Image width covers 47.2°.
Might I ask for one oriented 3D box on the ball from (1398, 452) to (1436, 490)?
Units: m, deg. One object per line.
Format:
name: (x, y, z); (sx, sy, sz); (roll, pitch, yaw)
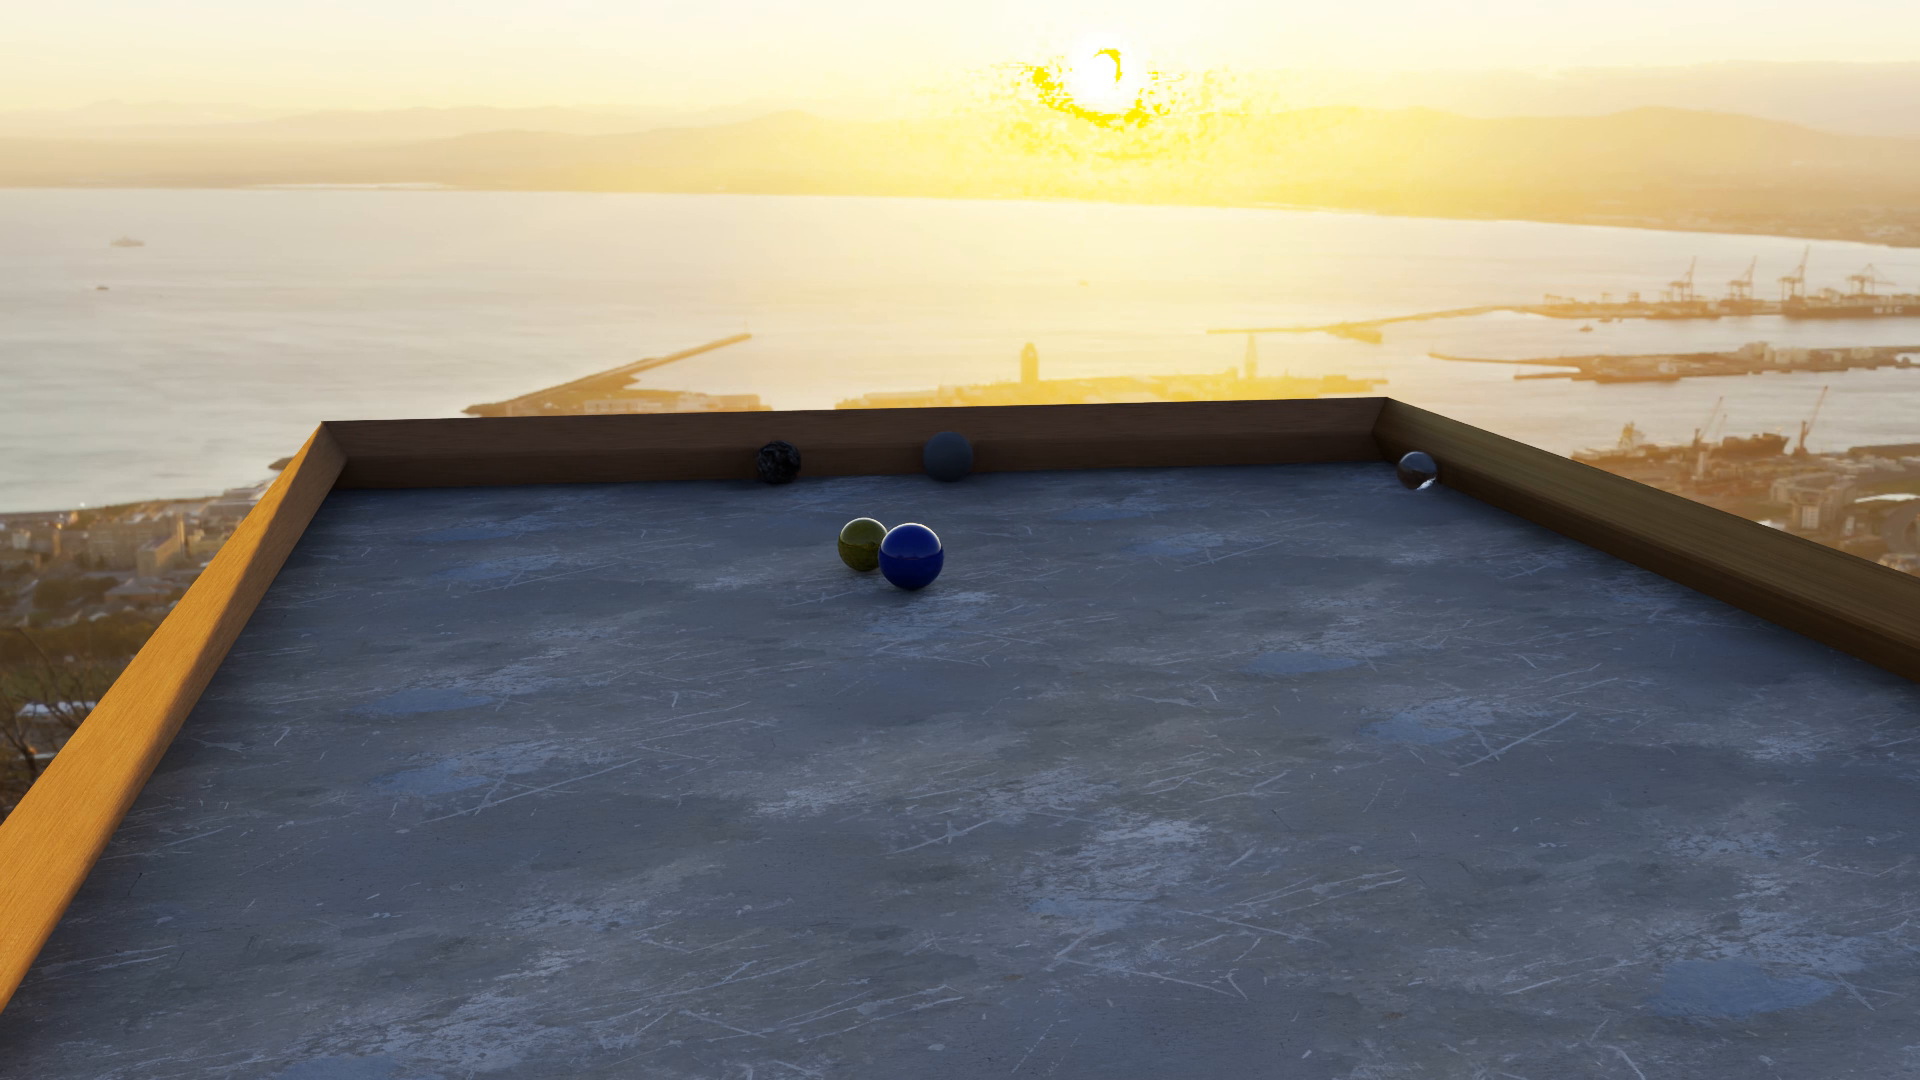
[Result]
ball: (0.786, -0.118, 3.783); (0.066, 0.066, 0.066); (0, 11, 0)

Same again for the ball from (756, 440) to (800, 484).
ball: (-0.319, -0.135, 3.840); (0.077, 0.077, 0.077); (0, 11, 0)

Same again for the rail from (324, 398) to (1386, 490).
rail: (-0.145, -0.173, 3.923); (1.922, 0.118, 0.045); (-2, 11, -10)

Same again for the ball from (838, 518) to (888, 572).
ball: (-0.135, 0.007, 3.106); (0.076, 0.076, 0.076); (0, 11, 0)

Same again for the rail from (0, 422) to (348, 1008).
rail: (-0.774, 0.172, 2.128); (0.045, 0.118, 3.428); (-2, 11, -10)

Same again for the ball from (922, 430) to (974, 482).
ball: (-0.022, -0.147, 3.872); (0.089, 0.089, 0.089); (0, 11, 0)

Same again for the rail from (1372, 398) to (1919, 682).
rail: (1.072, 0.111, 2.449); (0.045, 0.118, 3.428); (-2, 11, -10)

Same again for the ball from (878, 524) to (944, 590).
ball: (-0.067, 0.023, 2.984); (0.091, 0.091, 0.091); (0, 11, 0)
